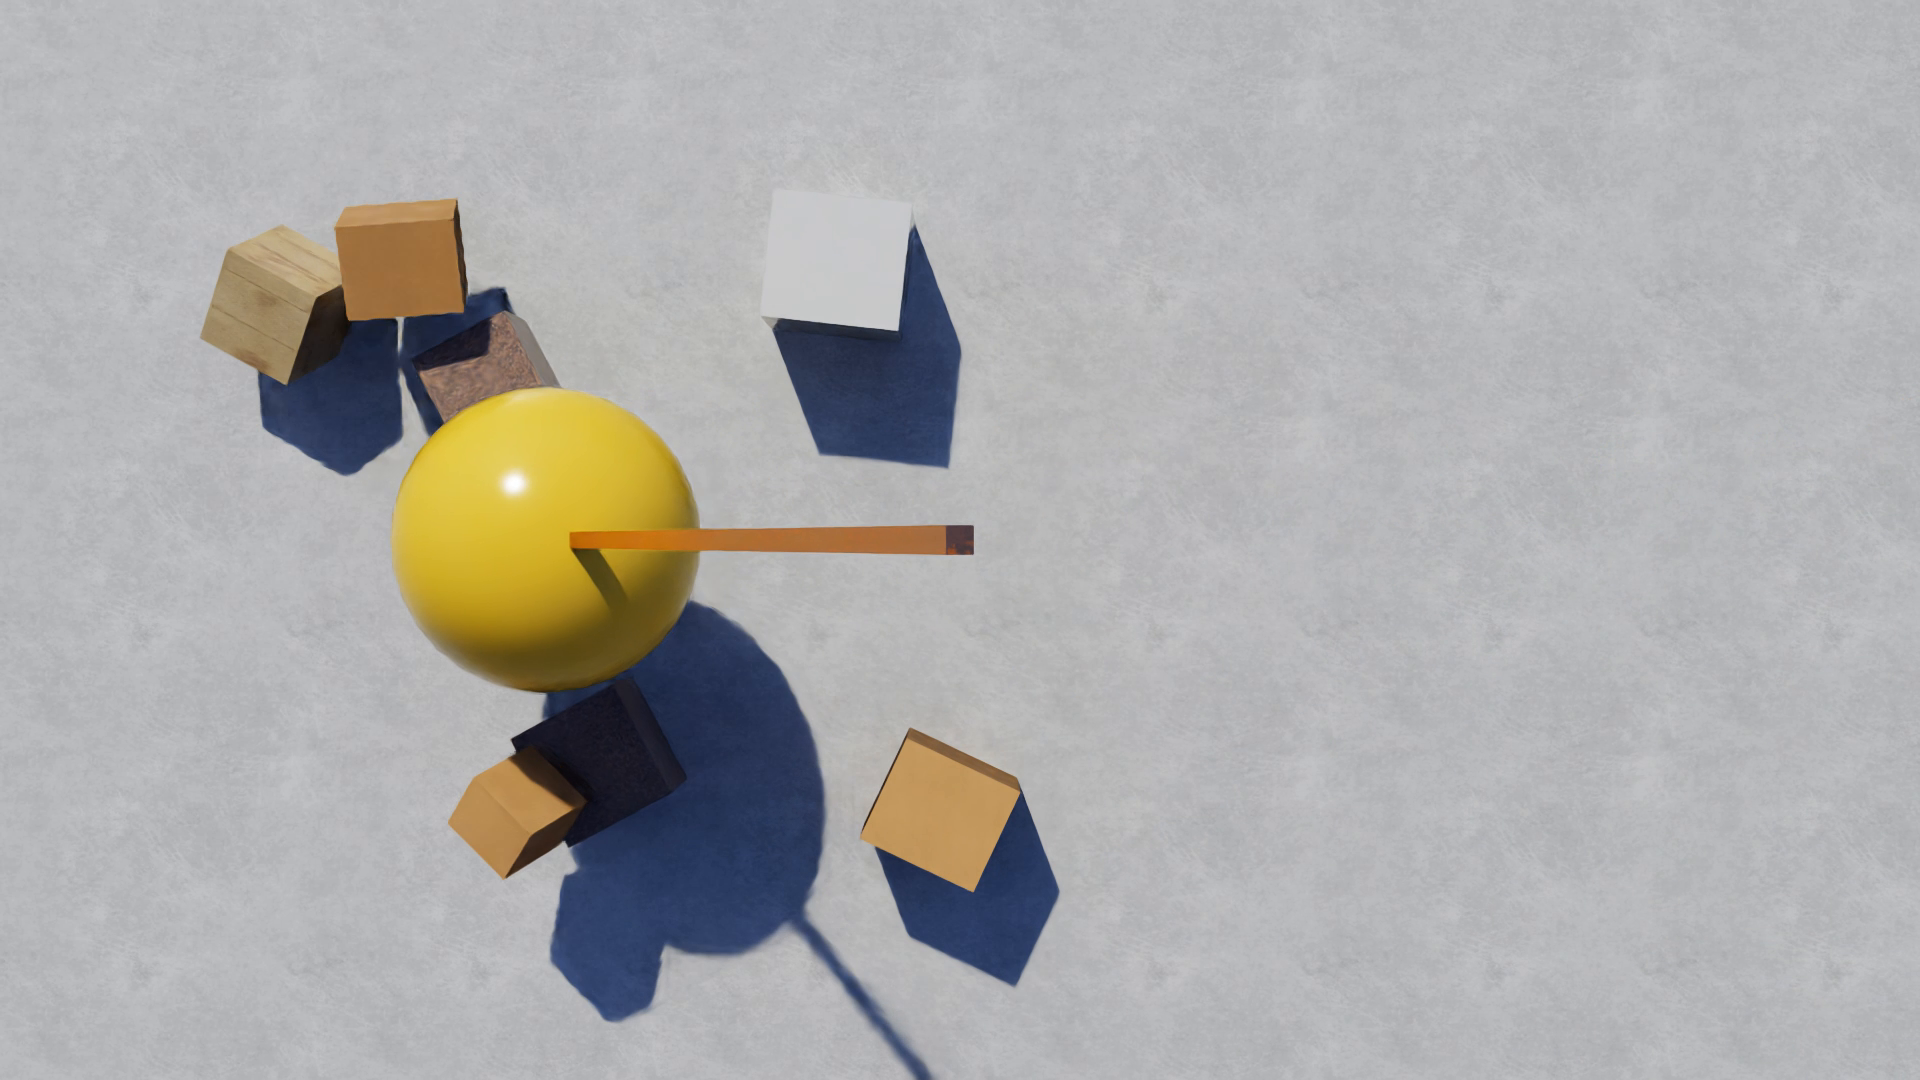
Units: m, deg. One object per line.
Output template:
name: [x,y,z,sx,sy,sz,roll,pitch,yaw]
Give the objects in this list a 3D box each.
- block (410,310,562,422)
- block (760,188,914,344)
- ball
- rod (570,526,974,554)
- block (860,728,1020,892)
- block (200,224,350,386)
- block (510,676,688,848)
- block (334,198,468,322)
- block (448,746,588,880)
block: [-2.674,-0.869,12.679,0.594,0.642,0.651,-28,90,0]
block: [-0.688,-1.557,12.597,0.772,0.805,0.714,6,90,0]
ball: [-2.155,0.000,11.486,1.600,1.600,1.600,0,90,0]
rod: [-0.934,0.000,8.313,0.080,5.200,0.080,0,90,-21]
block: [-0.112,1.534,12.628,0.703,0.745,0.619,25,90,0]
block: [-3.869,-1.350,12.594,0.571,0.587,0.589,28,116,3]
block: [-2.058,1.260,12.625,0.649,0.750,0.691,-28,90,0]
block: [-3.106,-1.570,12.274,0.626,0.612,0.519,-6,110,-9]
block: [-2.418,1.486,12.023,0.450,0.475,0.393,42,123,12]
